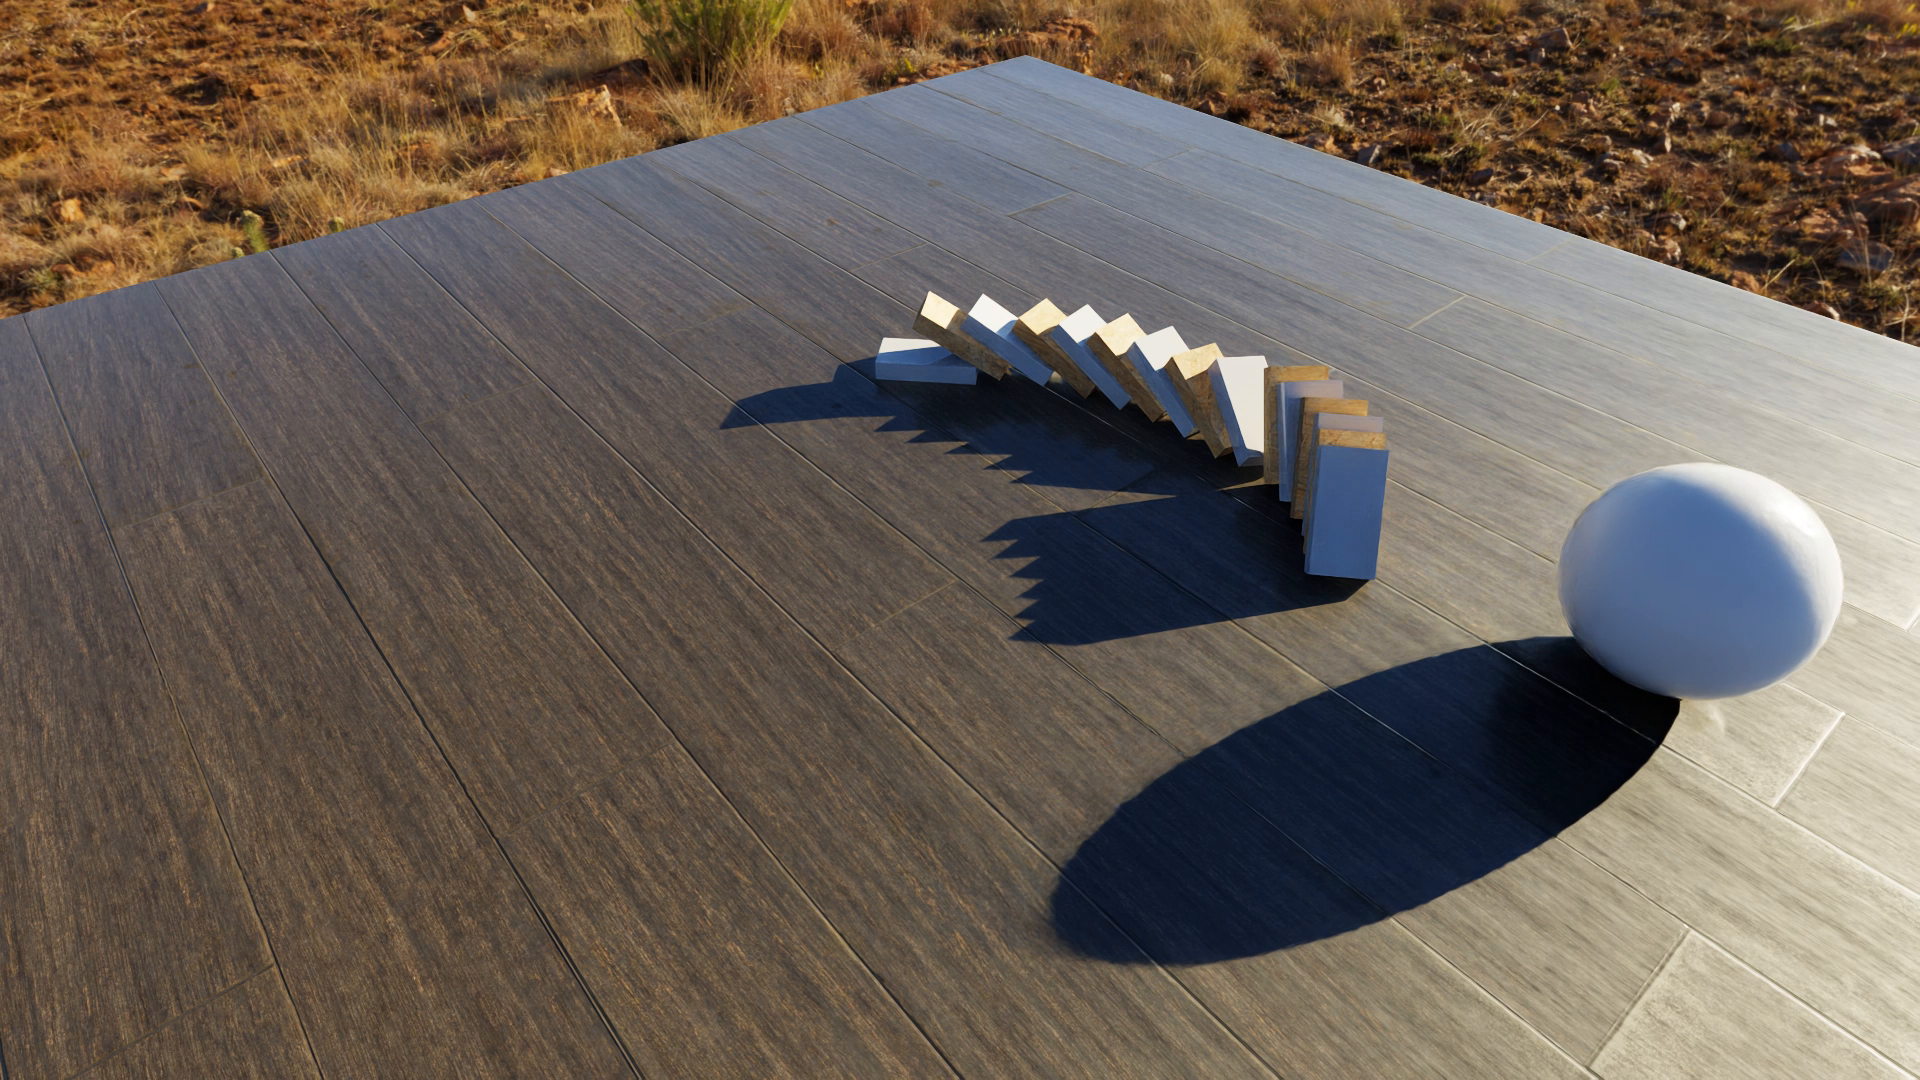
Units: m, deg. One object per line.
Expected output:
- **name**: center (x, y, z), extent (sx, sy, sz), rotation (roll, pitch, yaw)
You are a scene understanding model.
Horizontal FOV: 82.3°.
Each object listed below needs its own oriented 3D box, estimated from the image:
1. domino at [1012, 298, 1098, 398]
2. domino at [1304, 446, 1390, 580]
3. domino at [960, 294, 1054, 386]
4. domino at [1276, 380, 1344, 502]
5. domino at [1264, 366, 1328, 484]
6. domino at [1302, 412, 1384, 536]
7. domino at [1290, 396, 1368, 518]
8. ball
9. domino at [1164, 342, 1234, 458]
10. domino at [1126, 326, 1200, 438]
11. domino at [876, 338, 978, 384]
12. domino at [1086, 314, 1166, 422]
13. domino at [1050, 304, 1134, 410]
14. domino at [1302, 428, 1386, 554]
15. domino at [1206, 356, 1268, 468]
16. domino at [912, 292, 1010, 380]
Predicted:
- **domino**: center (0.052, -0.095, 0.542), extent (0.050, 0.010, 0.025), rotation (44, 51, 6)
- **domino**: center (0.150, -0.011, 0.428), extent (0.025, 0.050, 0.010), rotation (5, 4, 6)
- **domino**: center (0.026, -0.099, 0.545), extent (0.050, 0.010, 0.025), rotation (34, 39, -5)
- **domino**: center (0.149, -0.042, 0.466), extent (0.025, 0.050, 0.009), rotation (-3, 5, -4)
- **domino**: center (0.145, -0.050, 0.474), extent (0.025, 0.050, 0.009), rotation (-2, 4, -4)
- **domino**: center (0.155, -0.025, 0.445), extent (0.025, 0.050, 0.009), rotation (5, 4, 6)
- **domino**: center (0.152, -0.033, 0.455), extent (0.025, 0.050, 0.010), rotation (4, 4, 5)
- **ball**: center (0.247, 0.014, 0.371), extent (0.080, 0.080, 0.080), rotation (0, 39, 0)
- **domino**: center (0.117, -0.064, 0.503), extent (0.025, 0.009, 0.050), rotation (-19, 73, -22)
- **domino**: center (0.102, -0.074, 0.515), extent (0.025, 0.010, 0.050), rotation (-25, 76, -29)
- **domino**: center (-0.016, -0.090, 0.553), extent (0.050, 0.009, 0.025), rotation (4, 39, 5)
- **domino**: center (0.086, -0.082, 0.525), extent (0.025, 0.009, 0.050), rotation (-33, 80, -34)
- **domino**: center (0.070, -0.089, 0.533), extent (0.050, 0.009, 0.025), rotation (48, 53, 5)
- **domino**: center (0.152, -0.018, 0.436), extent (0.025, 0.050, 0.010), rotation (5, 4, 6)
- **domino**: center (0.131, -0.058, 0.494), extent (0.025, 0.009, 0.050), rotation (-6, 69, -18)
- **domino**: center (0.002, -0.101, 0.544), extent (0.050, 0.010, 0.025), rotation (29, 37, -12)
